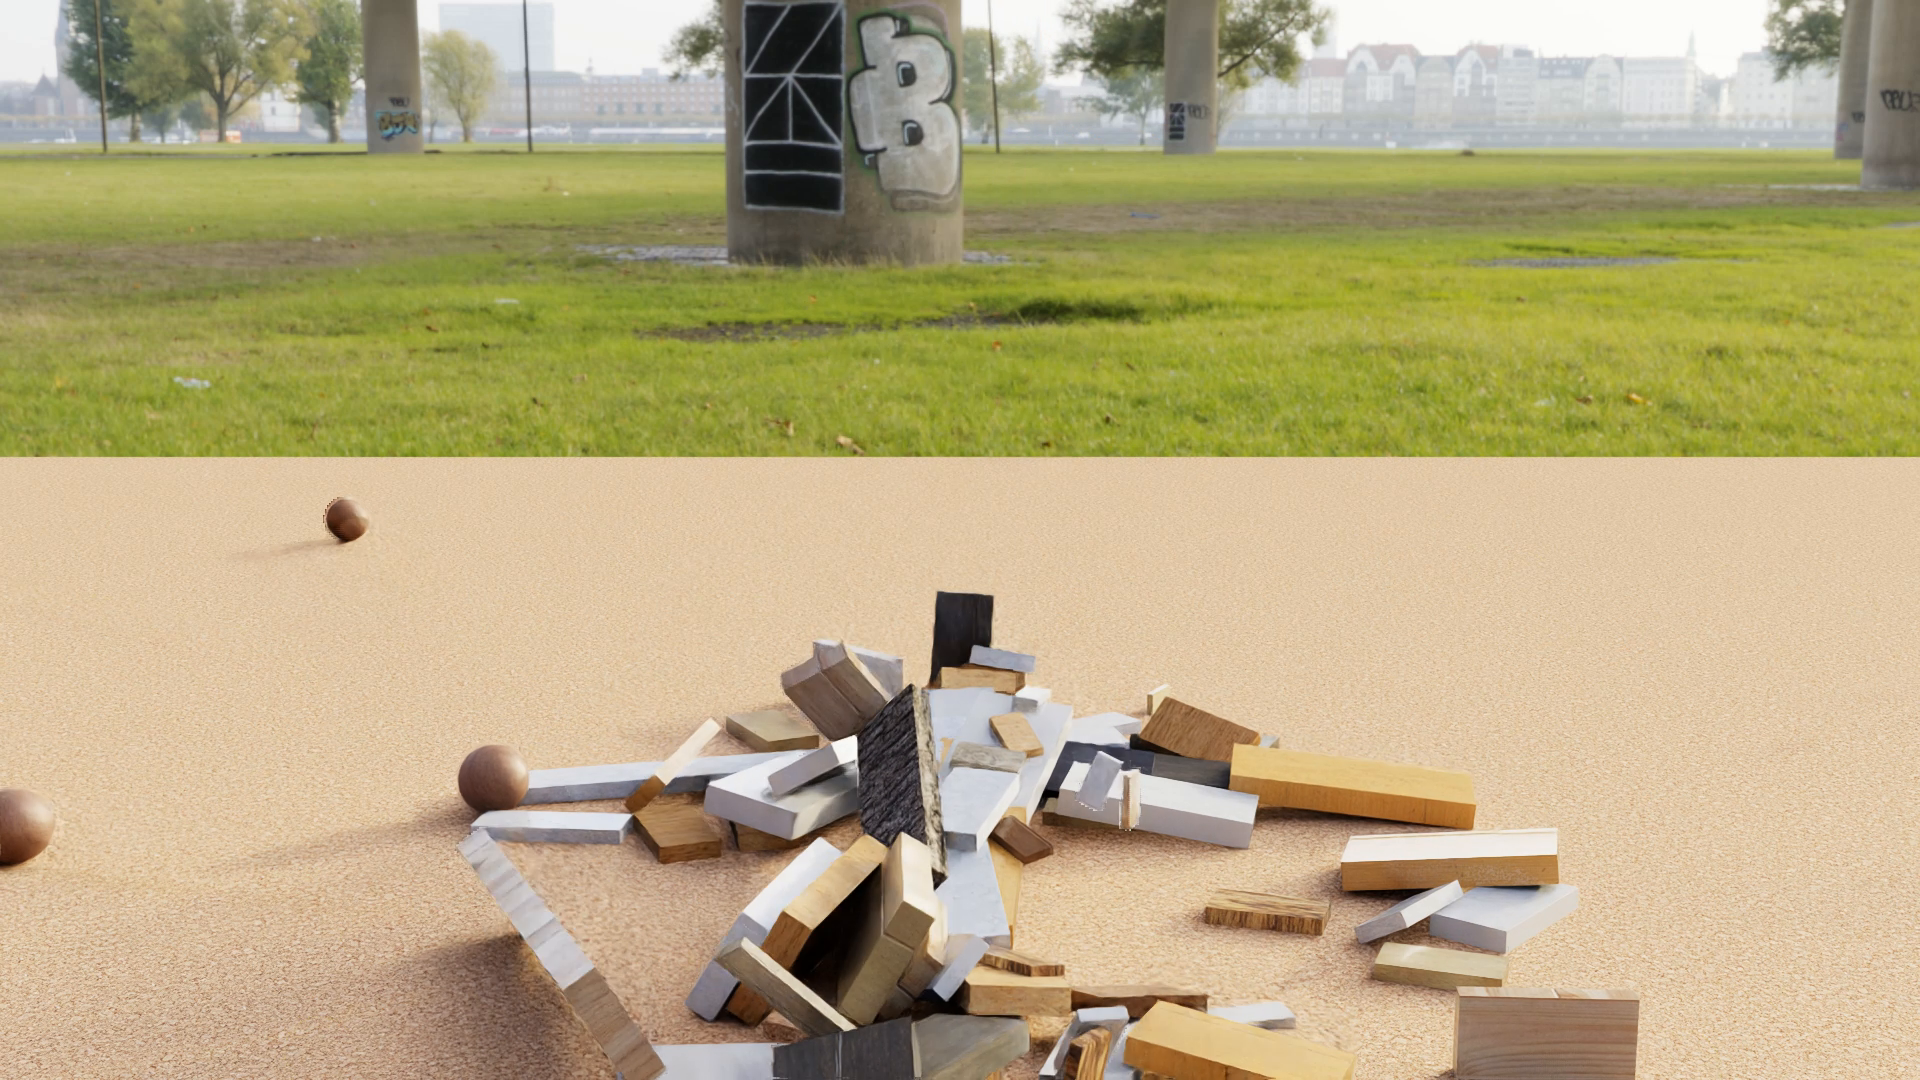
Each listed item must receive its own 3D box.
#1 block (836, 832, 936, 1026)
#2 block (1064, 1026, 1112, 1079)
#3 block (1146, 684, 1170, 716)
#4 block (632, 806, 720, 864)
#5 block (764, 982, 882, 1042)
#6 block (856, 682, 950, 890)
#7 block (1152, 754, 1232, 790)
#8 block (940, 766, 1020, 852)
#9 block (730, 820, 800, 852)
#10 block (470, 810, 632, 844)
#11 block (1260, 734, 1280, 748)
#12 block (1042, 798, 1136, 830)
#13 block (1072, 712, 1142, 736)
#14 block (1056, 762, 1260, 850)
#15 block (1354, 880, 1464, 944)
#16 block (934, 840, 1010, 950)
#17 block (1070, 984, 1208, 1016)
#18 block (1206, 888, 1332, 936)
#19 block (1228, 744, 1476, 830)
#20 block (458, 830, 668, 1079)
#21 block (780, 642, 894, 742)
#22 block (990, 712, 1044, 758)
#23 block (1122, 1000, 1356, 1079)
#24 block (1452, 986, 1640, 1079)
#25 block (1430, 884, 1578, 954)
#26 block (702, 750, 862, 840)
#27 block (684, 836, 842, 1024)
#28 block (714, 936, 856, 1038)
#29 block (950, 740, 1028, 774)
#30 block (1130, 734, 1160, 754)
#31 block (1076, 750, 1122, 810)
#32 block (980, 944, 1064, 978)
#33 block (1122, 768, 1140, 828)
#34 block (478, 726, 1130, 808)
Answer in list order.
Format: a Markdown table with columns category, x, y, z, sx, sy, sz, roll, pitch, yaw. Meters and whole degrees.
| category | x | y | z | sx | sy | sz | roll | pitch | yaw |
| --- | --- | --- | --- | --- | --- | --- | --- | --- | --- |
| block | -0.107 | 0.556 | 3.181 | 0.051 | 0.180 | 0.359 | 30 | 5 | -6 |
| block | 0.155 | 0.686 | 2.787 | 0.019 | 0.131 | 0.066 | 22 | 21 | 34 |
| block | 0.436 | 0.351 | 4.826 | 0.014 | 0.048 | 0.095 | 6 | 12 | 28 |
| block | -0.509 | 0.525 | 3.933 | 0.109 | 0.031 | 0.218 | -4 | 11 | -20 |
| block | -0.180 | 0.675 | 3.135 | 0.098 | 0.028 | 0.195 | 7 | 13 | 33 |
| block | -0.097 | 0.423 | 3.555 | 0.041 | 0.144 | 0.439 | 34 | 26 | -26 |
| block | 0.215 | 0.434 | 4.246 | 0.643 | 0.037 | 0.131 | 6 | 17 | 9 |
| block | 0.010 | 0.442 | 3.622 | 0.113 | 0.032 | 0.227 | 5 | 21 | 18 |
| block | -0.359 | 0.514 | 3.995 | 0.109 | 0.031 | 0.218 | -2 | 11 | -11 |
| block | -0.737 | 0.519 | 3.978 | 0.272 | 0.027 | 0.094 | 1 | 11 | 5 |
| block | 0.553 | 0.419 | 4.516 | 0.188 | 0.027 | 0.094 | 4 | 11 | 22 |
| block | 0.247 | 0.505 | 4.057 | 0.180 | 0.026 | 0.090 | 2 | 11 | 9 |
| block | 0.233 | 0.404 | 4.600 | 0.307 | 0.026 | 0.090 | -8 | 13 | -35 |
| block | 0.362 | 0.481 | 4.000 | 0.347 | 0.049 | 0.174 | 9 | 12 | 10 |
| block | 0.712 | 0.589 | 3.484 | 0.094 | 0.027 | 0.187 | -30 | -12 | 39 |
| block | 0.002 | 0.553 | 3.443 | 0.113 | 0.032 | 0.288 | -4 | 25 | -6 |
| block | 0.245 | 0.652 | 3.113 | 0.195 | 0.028 | 0.098 | 7 | -5 | -35 |
| block | 0.498 | 0.599 | 3.546 | 0.187 | 0.027 | 0.094 | 3 | 11 | 18 |
| block | 0.730 | 0.459 | 4.111 | 0.446 | 0.049 | 0.174 | 6 | 15 | 8 |
| block | -0.580 | 0.579 | 3.128 | 0.049 | 0.173 | 0.754 | -36 | 18 | -15 |
| block | -0.223 | 0.322 | 4.331 | 0.144 | 0.287 | 0.041 | -28 | 47 | 8 |
| block | 0.100 | 0.347 | 3.894 | 0.060 | 0.017 | 0.121 | -7 | 29 | -16 |
| block | 0.372 | 0.690 | 2.923 | 0.278 | 0.039 | 0.139 | 12 | 13 | 21 |
| block | 0.785 | 0.664 | 2.950 | 0.236 | 0.118 | 0.033 | 1 | 11 | 3 |
| block | 0.877 | 0.596 | 3.535 | 0.131 | 0.037 | 0.261 | 9 | 14 | 39 |
| block | -0.303 | 0.464 | 4.029 | 0.180 | 0.051 | 0.359 | 15 | 10 | 20 |
| block | -0.287 | 0.575 | 3.277 | 0.049 | 0.173 | 0.346 | 34 | 17 | 6 |
| block | -0.207 | 0.617 | 2.898 | 0.059 | 0.267 | 0.017 | -32 | 23 | 39 |
| block | 0.050 | 0.380 | 3.797 | 0.121 | 0.017 | 0.060 | 9 | 29 | 14 |
| block | 0.468 | 0.418 | 4.432 | 0.228 | 0.032 | 0.114 | 5 | -3 | 24 |
| block | 0.248 | 0.427 | 3.908 | 0.047 | 0.094 | 0.013 | 27 | 13 | 13 |
| block | 0.074 | 0.607 | 3.171 | 0.057 | 0.016 | 0.187 | 4 | -3 | -32 |
| block | 0.301 | 0.456 | 3.877 | 0.013 | 0.095 | 0.047 | 6 | 12 | 25 |
| block | -0.294 | 0.443 | 4.318 | 1.275 | 0.032 | 0.114 | -3 | 11 | -12 |
